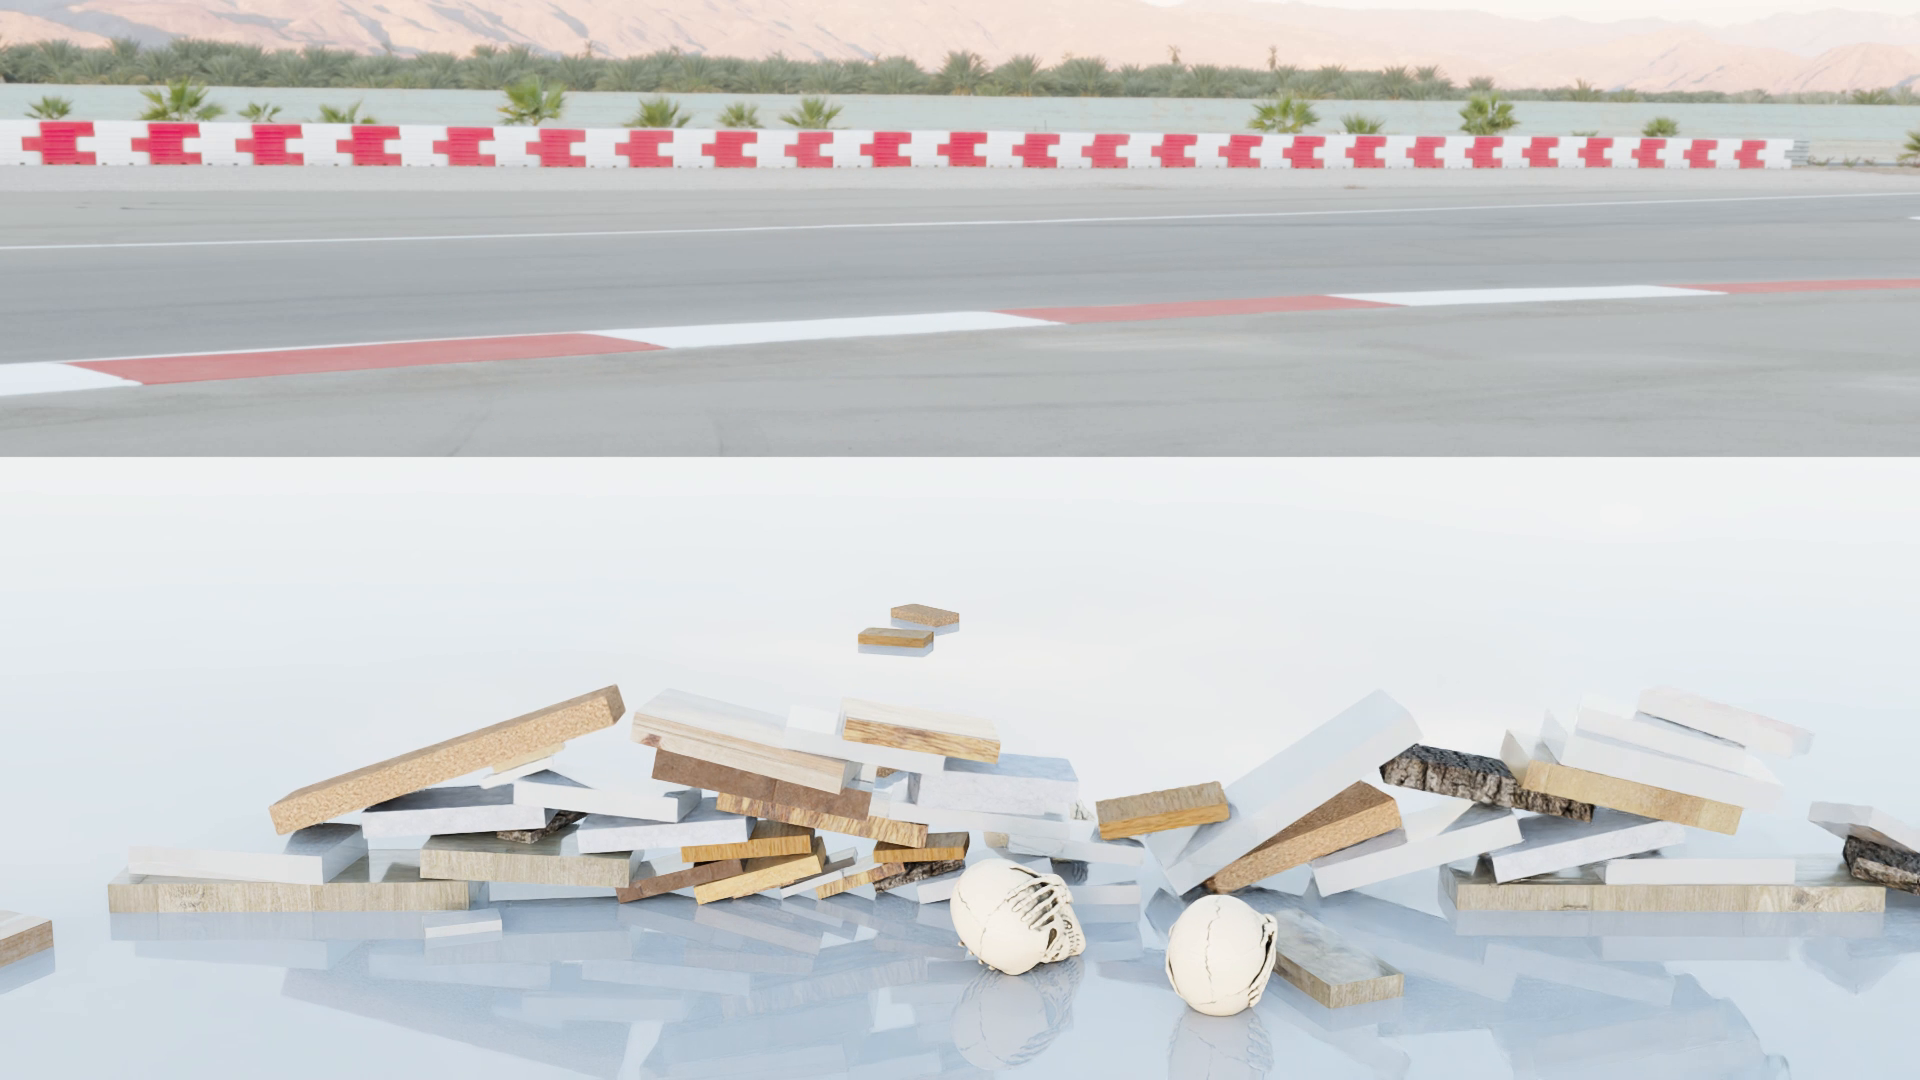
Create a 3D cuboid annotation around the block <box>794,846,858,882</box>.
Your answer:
[{"bbox_3d":[-0.223,0.540,3.662,0.105,0.015,0.053,-18,10,6],"label":"block"}]

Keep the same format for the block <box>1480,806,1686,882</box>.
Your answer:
[{"bbox_3d":[1.021,0.488,3.633,0.308,0.044,0.154,-13,10,4],"label":"block"}]

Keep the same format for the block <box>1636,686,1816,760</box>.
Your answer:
[{"bbox_3d":[1.243,0.294,3.573,0.252,0.036,0.126,19,10,34],"label":"block"}]

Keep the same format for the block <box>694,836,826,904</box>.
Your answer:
[{"bbox_3d":[-0.331,0.548,3.658,0.211,0.030,0.106,-15,10,4],"label":"block"}]

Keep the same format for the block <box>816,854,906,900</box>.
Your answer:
[{"bbox_3d":[-0.166,0.554,3.674,0.151,0.021,0.076,-18,11,2],"label":"block"}]

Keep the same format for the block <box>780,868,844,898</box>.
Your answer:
[{"bbox_3d":[-0.247,0.564,3.663,0.105,0.015,0.053,-18,10,1],"label":"block"}]

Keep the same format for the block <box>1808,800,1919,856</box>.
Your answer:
[{"bbox_3d":[1.551,0.499,3.697,0.238,0.034,0.119,26,-15,-28],"label":"block"}]

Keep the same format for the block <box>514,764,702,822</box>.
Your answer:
[{"bbox_3d":[-0.581,0.417,3.643,0.278,0.039,0.139,5,8,10],"label":"block"}]

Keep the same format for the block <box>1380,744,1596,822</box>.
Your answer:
[{"bbox_3d":[0.875,0.399,3.668,0.337,0.048,0.169,10,6,7],"label":"block"}]

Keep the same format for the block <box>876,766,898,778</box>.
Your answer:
[{"bbox_3d":[-0.149,0.439,4.417,0.086,0.024,0.171,5,12,26],"label":"block"}]

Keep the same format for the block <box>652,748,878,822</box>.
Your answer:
[{"bbox_3d":[-0.319,0.380,3.638,0.355,0.050,0.177,12,11,-1],"label":"block"}]

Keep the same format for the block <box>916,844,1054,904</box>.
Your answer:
[{"bbox_3d":[0.041,0.549,3.664,0.224,0.032,0.112,-13,11,3],"label":"block"}]

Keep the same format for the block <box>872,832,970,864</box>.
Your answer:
[{"bbox_3d":[-0.063,0.510,3.650,0.151,0.021,0.076,-4,11,8],"label":"block"}]

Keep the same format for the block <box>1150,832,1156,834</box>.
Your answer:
[{"bbox_3d":[0.383,0.513,4.035,0.065,0.018,0.130,8,13,36],"label":"block"}]

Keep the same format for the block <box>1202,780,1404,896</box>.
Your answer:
[{"bbox_3d":[0.559,0.500,3.727,0.338,0.048,0.169,-19,10,-9],"label":"block"}]

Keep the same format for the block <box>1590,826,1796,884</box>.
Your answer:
[{"bbox_3d":[1.206,0.523,3.655,0.308,0.044,0.154,0,12,0],"label":"block"}]

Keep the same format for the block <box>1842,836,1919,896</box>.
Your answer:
[{"bbox_3d":[1.584,0.554,3.617,0.238,0.034,0.119,16,14,12],"label":"block"}]

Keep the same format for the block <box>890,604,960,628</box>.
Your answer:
[{"bbox_3d":[-0.092,0.195,5.727,0.086,0.024,0.171,-10,15,-44],"label":"block"}]

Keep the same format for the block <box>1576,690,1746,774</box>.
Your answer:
[{"bbox_3d":[1.134,0.310,3.567,0.259,0.037,0.130,16,11,14],"label":"block"}]

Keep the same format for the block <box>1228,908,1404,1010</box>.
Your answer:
[{"bbox_3d":[0.536,0.633,3.341,0.126,0.036,0.298,-4,11,-22],"label":"block"}]

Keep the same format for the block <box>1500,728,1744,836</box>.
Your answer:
[{"bbox_3d":[1.071,0.392,3.576,0.348,0.049,0.174,13,12,-1],"label":"block"}]

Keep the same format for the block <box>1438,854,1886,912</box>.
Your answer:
[{"bbox_3d":[1.160,0.568,3.658,0.693,0.044,0.154,0,12,1],"label":"block"}]

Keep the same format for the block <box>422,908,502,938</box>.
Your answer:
[{"bbox_3d":[-0.795,0.611,3.509,0.119,0.017,0.059,-4,11,-18],"label":"block"}]

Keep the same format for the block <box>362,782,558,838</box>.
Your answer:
[{"bbox_3d":[-0.835,0.453,3.705,0.303,0.043,0.152,-3,8,2],"label":"block"}]

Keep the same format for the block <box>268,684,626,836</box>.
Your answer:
[{"bbox_3d":[-0.854,0.366,3.696,0.579,0.050,0.177,-18,4,-1],"label":"block"}]

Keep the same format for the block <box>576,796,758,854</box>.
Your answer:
[{"bbox_3d":[-0.483,0.471,3.653,0.278,0.039,0.139,-4,10,4],"label":"block"}]

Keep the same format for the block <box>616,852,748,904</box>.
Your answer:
[{"bbox_3d":[-0.461,0.549,3.665,0.212,0.030,0.106,-14,10,3],"label":"block"}]

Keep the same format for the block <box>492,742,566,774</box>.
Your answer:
[{"bbox_3d":[-0.720,0.359,3.674,0.119,0.017,0.059,-19,4,-6],"label":"block"}]

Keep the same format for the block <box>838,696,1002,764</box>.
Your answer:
[{"bbox_3d":[-0.067,0.308,3.571,0.252,0.036,0.126,10,11,-8],"label":"block"}]

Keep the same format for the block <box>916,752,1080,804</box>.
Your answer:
[{"bbox_3d":[0.058,0.388,3.643,0.259,0.037,0.130,6,11,-7],"label":"block"}]

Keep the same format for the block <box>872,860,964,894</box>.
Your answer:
[{"bbox_3d":[-0.070,0.546,3.672,0.151,0.021,0.076,-18,10,3],"label":"block"}]

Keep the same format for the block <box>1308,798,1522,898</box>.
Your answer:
[{"bbox_3d":[0.750,0.504,3.666,0.338,0.048,0.169,-16,6,5],"label":"block"}]

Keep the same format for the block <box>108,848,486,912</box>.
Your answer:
[{"bbox_3d":[-1.095,0.566,3.664,0.583,0.048,0.171,0,11,-1],"label":"block"}]

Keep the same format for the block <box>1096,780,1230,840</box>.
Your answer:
[{"bbox_3d":[0.336,0.451,3.663,0.213,0.030,0.107,-10,13,2],"label":"block"}]

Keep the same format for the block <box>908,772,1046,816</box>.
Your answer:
[{"bbox_3d":[0.027,0.418,3.645,0.213,0.030,0.107,5,11,-11],"label":"block"}]

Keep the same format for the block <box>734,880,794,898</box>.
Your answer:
[{"bbox_3d":[-0.326,0.569,3.665,0.105,0.015,0.053,-15,10,4],"label":"block"}]

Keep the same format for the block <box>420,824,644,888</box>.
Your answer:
[{"bbox_3d":[-0.709,0.521,3.670,0.341,0.048,0.171,3,10,0],"label":"block"}]

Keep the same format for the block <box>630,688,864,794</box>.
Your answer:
[{"bbox_3d":[-0.343,0.327,3.612,0.355,0.050,0.177,13,11,8],"label":"block"}]

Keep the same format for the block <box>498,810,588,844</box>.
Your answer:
[{"bbox_3d":[-0.700,0.474,3.737,0.065,0.018,0.202,7,11,22],"label":"block"}]

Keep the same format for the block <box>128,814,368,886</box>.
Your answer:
[{"bbox_3d":[-1.186,0.515,3.673,0.341,0.048,0.171,2,11,10],"label":"block"}]

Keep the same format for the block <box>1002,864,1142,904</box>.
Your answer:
[{"bbox_3d":[0.185,0.574,3.670,0.224,0.032,0.112,0,11,-1],"label":"block"}]

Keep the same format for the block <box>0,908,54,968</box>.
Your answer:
[{"bbox_3d":[-1.549,0.632,3.328,0.152,0.043,0.303,5,12,25],"label":"block"}]

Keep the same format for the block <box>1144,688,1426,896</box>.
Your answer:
[{"bbox_3d":[0.536,0.416,3.663,0.478,0.049,0.174,-33,11,0],"label":"block"}]

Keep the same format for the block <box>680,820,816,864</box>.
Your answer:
[{"bbox_3d":[-0.350,0.496,3.645,0.212,0.030,0.106,-5,10,1],"label":"block"}]

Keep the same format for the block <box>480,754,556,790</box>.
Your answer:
[{"bbox_3d":[-0.732,0.383,3.648,0.119,0.017,0.059,-19,4,-5],"label":"block"}]

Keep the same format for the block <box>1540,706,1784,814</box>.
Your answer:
[{"bbox_3d":[1.131,0.356,3.561,0.348,0.049,0.174,13,11,2],"label":"block"}]

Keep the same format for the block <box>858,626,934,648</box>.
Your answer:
[{"bbox_3d":[-0.159,0.242,5.474,0.171,0.024,0.085,3,11,16],"label":"block"}]

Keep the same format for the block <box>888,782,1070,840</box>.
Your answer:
[{"bbox_3d":[0.033,0.450,3.645,0.297,0.030,0.107,7,11,-1],"label":"block"}]

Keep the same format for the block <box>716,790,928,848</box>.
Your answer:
[{"bbox_3d":[-0.226,0.441,3.663,0.347,0.039,0.139,11,11,-3],"label":"block"}]

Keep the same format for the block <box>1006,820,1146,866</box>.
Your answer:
[{"bbox_3d":[0.190,0.498,3.661,0.224,0.032,0.112,7,11,-2],"label":"block"}]

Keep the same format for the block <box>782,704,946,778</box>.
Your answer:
[{"bbox_3d":[-0.154,0.326,3.582,0.259,0.037,0.130,11,11,-3],"label":"block"}]
